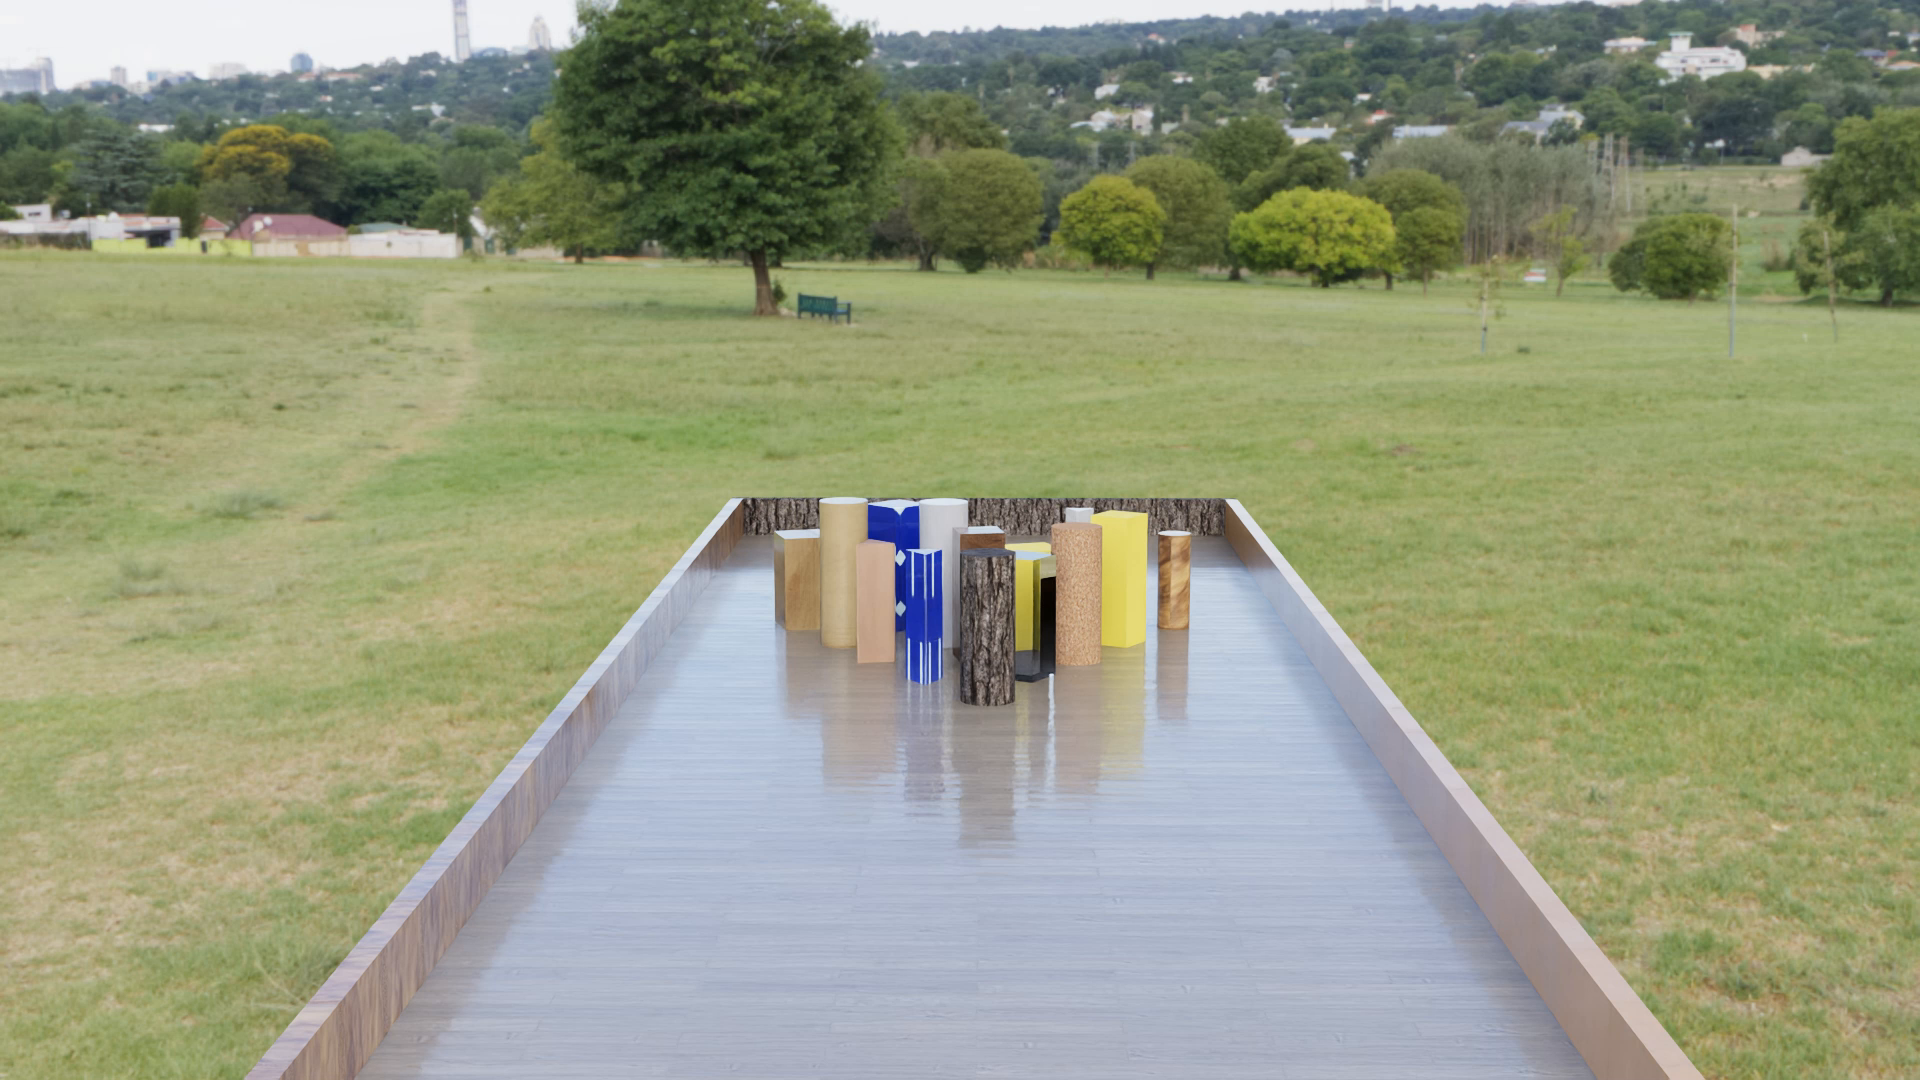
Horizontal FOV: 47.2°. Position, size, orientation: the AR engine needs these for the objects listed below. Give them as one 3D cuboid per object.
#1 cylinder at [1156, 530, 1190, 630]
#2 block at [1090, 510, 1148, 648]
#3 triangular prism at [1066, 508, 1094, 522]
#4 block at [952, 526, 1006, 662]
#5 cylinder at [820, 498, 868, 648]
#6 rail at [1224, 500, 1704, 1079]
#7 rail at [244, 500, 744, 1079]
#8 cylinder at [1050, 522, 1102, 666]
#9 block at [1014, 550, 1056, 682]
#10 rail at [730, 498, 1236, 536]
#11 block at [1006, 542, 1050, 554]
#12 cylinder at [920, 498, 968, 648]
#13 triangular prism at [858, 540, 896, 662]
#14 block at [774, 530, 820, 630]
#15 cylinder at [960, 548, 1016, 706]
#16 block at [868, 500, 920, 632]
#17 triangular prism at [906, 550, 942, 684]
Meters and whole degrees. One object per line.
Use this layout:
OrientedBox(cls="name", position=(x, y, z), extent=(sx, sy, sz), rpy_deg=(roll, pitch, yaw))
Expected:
OrientedBox(cls="cylinder", position=(0.698, 0.132, 7.181), extent=(0.107, 0.312, 0.107), rpy_deg=(0, 9, 0))
OrientedBox(cls="block", position=(0.500, 0.122, 6.936), extent=(0.131, 0.409, 0.131), rpy_deg=(6, 11, 32))
OrientedBox(cls="triangular prism", position=(0.379, 0.089, 7.217), extent=(0.077, 0.386, 0.089), rpy_deg=(7, 11, 36))
OrientedBox(cls="block", position=(0.057, 0.165, 6.707), extent=(0.137, 0.395, 0.137), rpy_deg=(-2, 9, -10))
OrientedBox(cls="cylinder", position=(-0.364, 0.102, 6.909), extent=(0.153, 0.456, 0.153), rpy_deg=(0, 9, 0))
OrientedBox(cls="rail", position=(1.046, 0.843, 3.208), extent=(0.050, 0.150, 12.000), rpy_deg=(0, 9, 1))
OrientedBox(cls="rail", position=(-1.004, 0.839, 3.234), extent=(0.050, 0.150, 12.000), rpy_deg=(0, 9, 1))
OrientedBox(cls="cylinder", position=(0.352, 0.162, 6.666), extent=(0.155, 0.413, 0.155), rpy_deg=(0, 9, 0))
OrientedBox(cls="block", position=(0.189, 0.223, 6.451), extent=(0.134, 0.361, 0.134), rpy_deg=(6, 11, 32))
OrientedBox(cls="rail", position=(0.099, -0.098, 9.147), extent=(2.100, 0.150, 0.050), rpy_deg=(0, 9, 1))
OrientedBox(cls="block", position=(0.223, 0.173, 6.951), extent=(0.165, 0.303, 0.165), rpy_deg=(-4, 10, -21))
OrientedBox(cls="cylinder", position=(-0.051, 0.103, 6.920), extent=(0.154, 0.451, 0.154), rpy_deg=(0, 9, 0))
OrientedBox(cls="triangular prism", position=(-0.263, 0.184, 6.690), extent=(0.115, 0.363, 0.099), rpy_deg=(-2, 9, -11))
OrientedBox(cls="block", position=(-0.506, 0.129, 7.233), extent=(0.176, 0.302, 0.176), rpy_deg=(-3, 9, -16))
OrientedBox(cls="cylinder", position=(0.077, 0.242, 6.144), extent=(0.156, 0.419, 0.156), rpy_deg=(0, 9, 0))
OrientedBox(cls="block", position=(-0.203, 0.082, 7.203), extent=(0.151, 0.404, 0.151), rpy_deg=(-8, 12, -43))
OrientedBox(cls="triangular prism", position=(-0.090, 0.219, 6.404), extent=(0.092, 0.382, 0.106), rpy_deg=(-6, 11, -34))
